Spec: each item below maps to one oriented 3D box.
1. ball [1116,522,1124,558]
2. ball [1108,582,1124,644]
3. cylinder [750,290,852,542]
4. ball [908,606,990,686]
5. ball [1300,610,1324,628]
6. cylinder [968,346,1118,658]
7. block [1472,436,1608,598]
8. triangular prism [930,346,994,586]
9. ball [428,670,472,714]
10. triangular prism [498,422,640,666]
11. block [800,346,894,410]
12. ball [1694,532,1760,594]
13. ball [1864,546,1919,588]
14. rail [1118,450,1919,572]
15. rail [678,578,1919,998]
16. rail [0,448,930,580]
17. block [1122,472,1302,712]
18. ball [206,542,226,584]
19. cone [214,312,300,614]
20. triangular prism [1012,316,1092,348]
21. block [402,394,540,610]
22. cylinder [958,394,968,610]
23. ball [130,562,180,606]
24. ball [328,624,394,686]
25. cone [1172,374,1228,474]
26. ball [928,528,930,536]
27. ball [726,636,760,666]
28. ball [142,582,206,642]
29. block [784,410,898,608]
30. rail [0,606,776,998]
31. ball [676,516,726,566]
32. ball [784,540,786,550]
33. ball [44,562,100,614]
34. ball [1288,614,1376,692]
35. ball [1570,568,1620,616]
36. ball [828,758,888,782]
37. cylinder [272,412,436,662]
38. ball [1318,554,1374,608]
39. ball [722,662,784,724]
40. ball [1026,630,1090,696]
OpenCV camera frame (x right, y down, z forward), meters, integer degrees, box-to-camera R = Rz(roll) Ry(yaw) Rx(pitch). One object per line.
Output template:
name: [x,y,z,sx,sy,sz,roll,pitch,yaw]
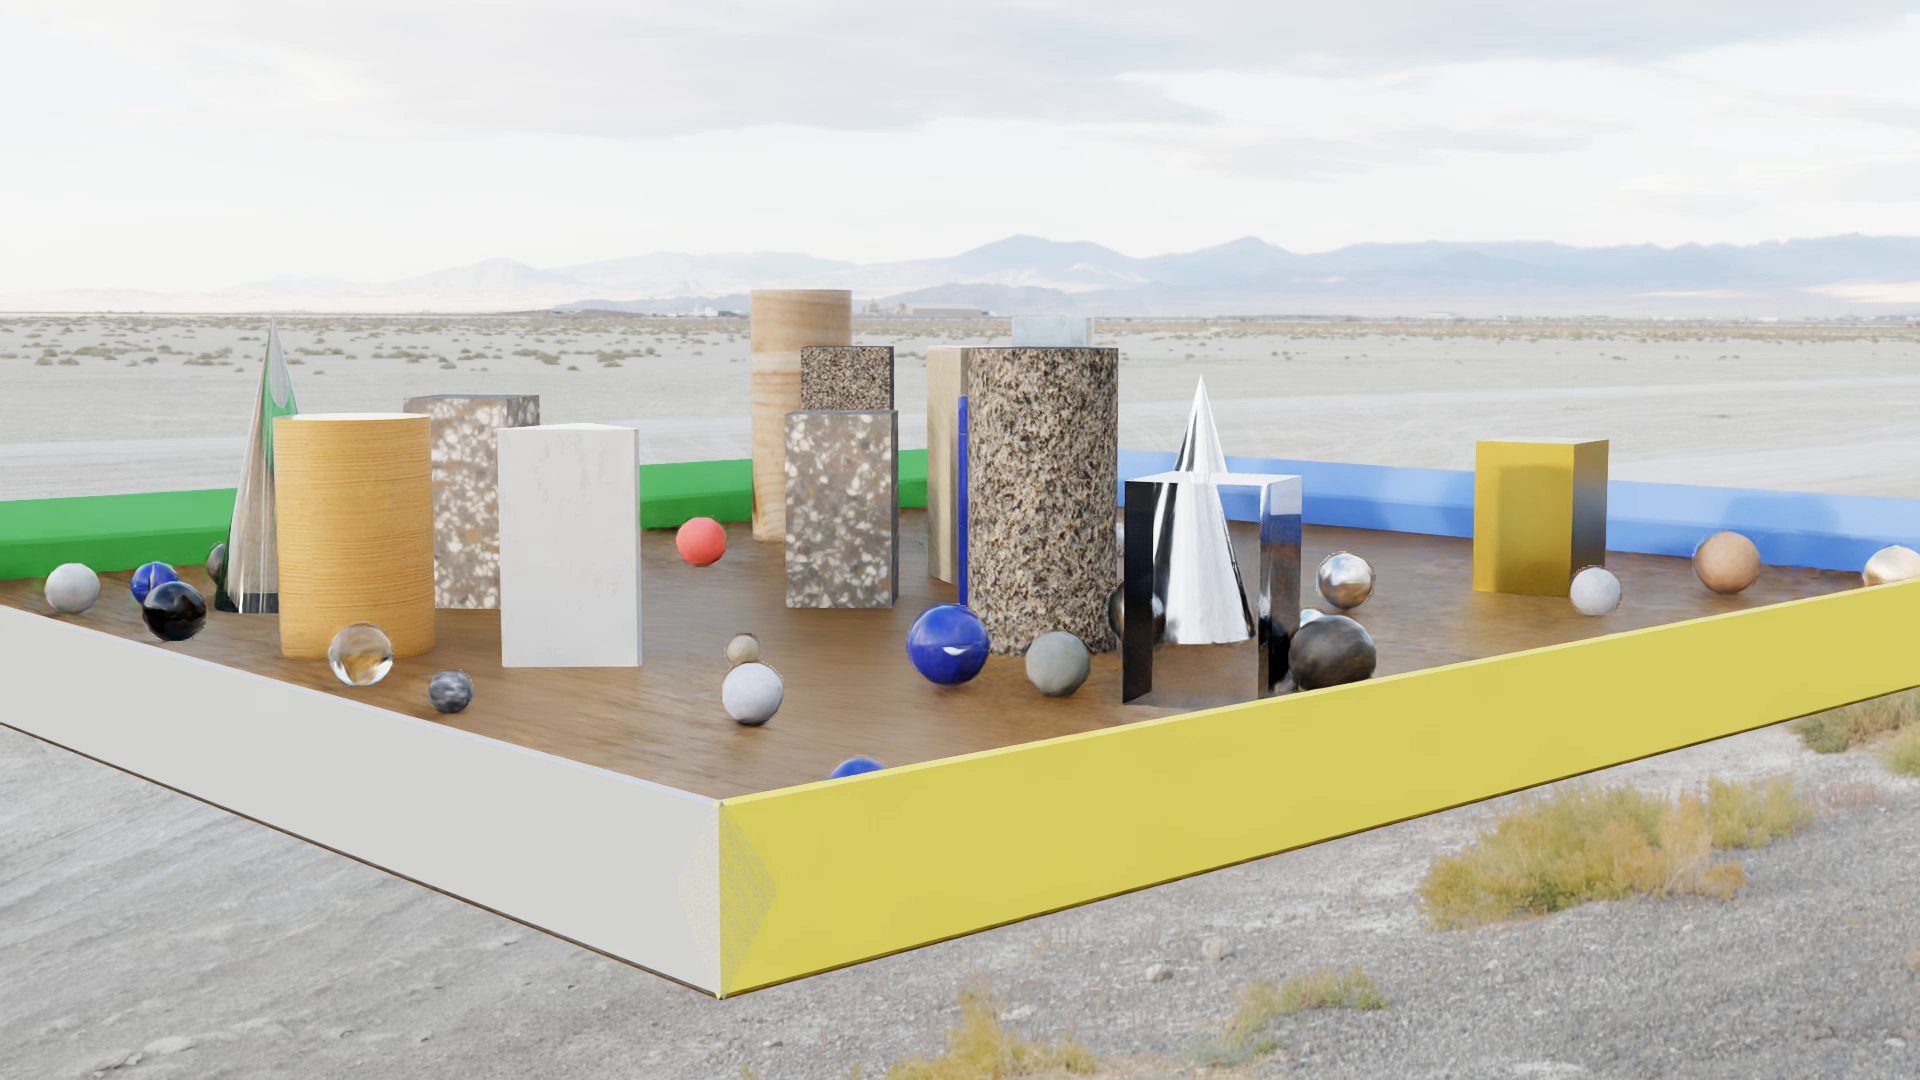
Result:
ball: [0.297,0.000,3.983,0.062,0.062,0.062,0,6,0]
ball: [0.240,0.094,2.856,0.097,0.097,0.097,0,6,0]
cylinder: [-0.310,-0.246,4.313,0.199,0.485,0.199,0,6,0]
ball: [-0.013,0.125,2.594,0.096,0.096,0.096,0,6,0]
ball: [0.461,0.118,2.902,0.053,0.053,0.053,0,6,0]
cylinder: [0.109,-0.055,2.910,0.199,0.396,0.199,0,6,0]
block: [0.929,-0.040,3.518,0.159,0.240,0.159,4,7,35]
triangular prism: [0.002,-0.130,3.671,0.149,0.386,0.172,6,8,44]
ball: [-0.566,0.169,2.440,0.048,0.048,0.048,0,6,0]
triangular prism: [-0.490,0.003,2.822,0.172,0.298,0.149,0,6,-2]
block: [-0.205,-0.166,4.053,0.159,0.379,0.159,0,6,1]
ball: [1.211,0.036,3.469,0.099,0.099,0.099,0,6,0]
ball: [1.410,0.055,3.312,0.092,0.092,0.092,0,6,0]
rail: [1.025,-0.064,4.273,0.045,0.129,2.619,-5,8,-42]
rail: [0.872,0.132,2.392,2.838,0.129,0.045,-5,8,-42]
rail: [-0.872,-0.064,4.272,2.838,0.129,0.045,-5,8,-42]
block: [0.291,0.056,2.523,0.159,0.255,0.159,3,7,25]
ball: [-1.132,0.039,3.414,0.073,0.073,0.073,0,6,0]
cone: [-1.031,-0.122,3.322,0.199,0.442,0.199,0,6,0]
triangular prism: [0.210,-0.205,4.169,0.172,0.433,0.149,4,7,35]
block: [-0.742,-0.062,3.365,0.159,0.315,0.159,1,6,7]
cylinder: [0.096,-0.048,3.199,0.199,0.322,0.199,0,6,0]
ball: [-1.207,0.068,3.299,0.070,0.070,0.070,0,6,0]
ball: [-0.713,0.137,2.616,0.075,0.075,0.075,0,6,0]
cone: [0.337,-0.055,3.087,0.199,0.357,0.199,0,6,0]
ball: [-0.012,-0.013,3.983,0.090,0.090,0.090,0,6,0]
ball: [-0.270,0.140,2.746,0.042,0.042,0.042,0,6,0]
ball: [-1.061,0.097,2.969,0.081,0.081,0.081,0,6,0]
block: [-0.179,-0.051,3.372,0.159,0.290,0.159,0,6,2]
rail: [-1.025,0.132,2.391,0.045,0.129,2.619,-5,8,-42]
ball: [-0.452,0.002,3.848,0.087,0.087,0.087,0,6,0]
ball: [-0.269,0.009,3.840,0.075,0.075,0.075,0,6,0]
ball: [-1.306,0.072,3.237,0.076,0.076,0.076,0,6,0]
ball: [0.426,0.135,2.514,0.099,0.099,0.099,0,6,0]
ball: [0.930,0.076,3.216,0.071,0.071,0.071,0,6,0]
ball: [-0.085,0.218,1.894,0.061,0.061,0.061,0,6,0]
cylinder: [-0.793,-0.008,2.886,0.199,0.307,0.199,0,6,0]
ball: [0.578,0.062,3.294,0.083,0.083,0.083,0,6,0]
ball: [-0.224,0.166,2.375,0.067,0.067,0.067,0,6,0]
ball: [0.114,0.143,2.549,0.076,0.076,0.076,0,6,0]
